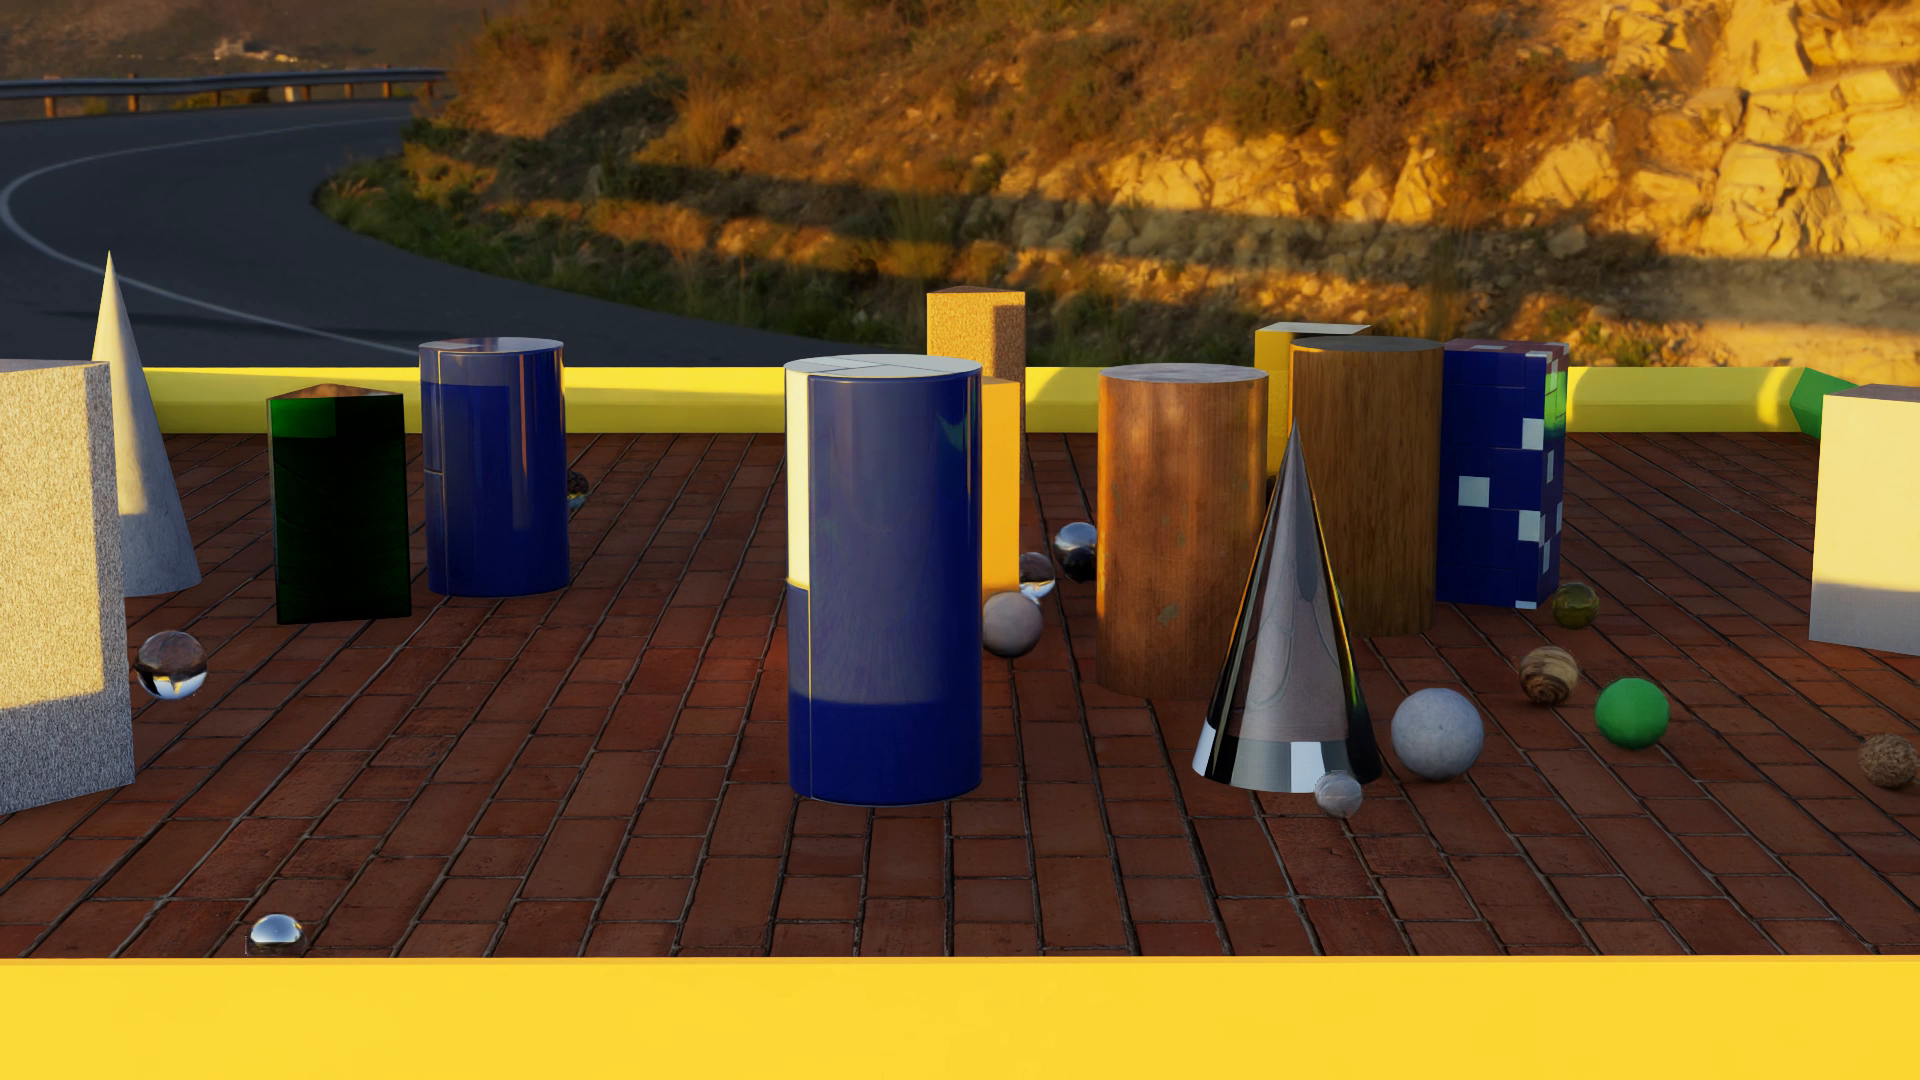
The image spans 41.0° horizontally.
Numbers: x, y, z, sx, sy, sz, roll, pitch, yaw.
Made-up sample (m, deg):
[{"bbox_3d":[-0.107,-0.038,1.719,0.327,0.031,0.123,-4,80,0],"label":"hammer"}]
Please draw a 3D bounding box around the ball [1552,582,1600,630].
[{"bbox_3d":[0.805,0.086,3.356,0.062,0.062,0.062,0,10,0],"label":"ball"}]

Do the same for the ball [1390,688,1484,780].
[{"bbox_3d":[0.492,0.200,2.648,0.095,0.095,0.095,0,10,0],"label":"ball"}]

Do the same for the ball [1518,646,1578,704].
[{"bbox_3d":[0.679,0.156,2.961,0.068,0.068,0.068,0,10,0],"label":"ball"}]

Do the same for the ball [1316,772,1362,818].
[{"bbox_3d":[0.371,0.250,2.513,0.046,0.046,0.046,0,10,0],"label":"ball"}]

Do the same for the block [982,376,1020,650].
[{"bbox_3d":[-0.035,-0.037,3.265,0.160,0.336,0.160,-6,12,-30],"label":"block"}]

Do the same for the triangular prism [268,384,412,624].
[{"bbox_3d":[-0.841,-0.053,3.456,0.173,0.300,0.150,-3,11,-18],"label":"triangular prism"}]

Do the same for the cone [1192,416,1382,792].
[{"bbox_3d":[0.344,0.055,2.668,0.200,0.373,0.200,0,10,0],"label":"cone"}]

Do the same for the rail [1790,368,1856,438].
[{"bbox_3d":[1.685,0.032,3.458,0.045,0.130,3.459,0,10,0],"label":"rail"}]

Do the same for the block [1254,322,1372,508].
[{"bbox_3d":[0.591,-0.209,4.308,0.160,0.295,0.160,4,11,21],"label":"block"}]

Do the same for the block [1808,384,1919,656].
[{"bbox_3d":[1.203,-0.029,3.277,0.160,0.317,0.160,9,14,39],"label":"block"}]

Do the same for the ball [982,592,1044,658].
[{"bbox_3d":[0.062,0.106,3.189,0.083,0.083,0.083,0,10,0],"label":"ball"}]

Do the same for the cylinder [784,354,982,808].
[{"bbox_3d":[-0.077,0.036,2.611,0.200,0.430,0.200,0,10,0],"label":"cylinder"}]

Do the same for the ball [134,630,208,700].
[{"bbox_3d":[-0.916,0.146,2.980,0.082,0.082,0.082,0,10,0],"label":"ball"}]

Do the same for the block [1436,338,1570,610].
[{"bbox_3d":[0.741,-0.096,3.554,0.160,0.347,0.160,5,11,23],"label":"block"}]

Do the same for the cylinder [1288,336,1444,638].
[{"bbox_3d":[0.530,-0.074,3.375,0.200,0.370,0.200,0,10,0],"label":"cylinder"}]

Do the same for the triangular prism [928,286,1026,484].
[{"bbox_3d":[0.017,-0.277,4.560,0.173,0.338,0.150,-2,11,-10],"label":"triangular prism"}]

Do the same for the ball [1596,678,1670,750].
[{"bbox_3d":[0.725,0.187,2.765,0.078,0.078,0.078,0,10,0],"label":"ball"}]

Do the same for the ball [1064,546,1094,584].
[{"bbox_3d":[0.173,0.036,3.652,0.052,0.052,0.052,0,10,0],"label":"ball"}]

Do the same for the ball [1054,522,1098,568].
[{"bbox_3d":[0.173,0.012,3.720,0.076,0.076,0.076,0,10,0],"label":"ball"}]

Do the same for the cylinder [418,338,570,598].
[{"bbox_3d":[-0.655,-0.105,3.619,0.200,0.342,0.200,0,10,0],"label":"cylinder"}]

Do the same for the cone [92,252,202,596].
[{"bbox_3d":[-1.184,-0.171,3.614,0.200,0.474,0.200,0,10,0],"label":"cone"}]

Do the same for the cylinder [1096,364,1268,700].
[{"bbox_3d":[0.262,-0.014,3.044,0.200,0.371,0.200,0,10,0],"label":"cylinder"}]

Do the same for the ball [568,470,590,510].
[{"bbox_3d":[-0.649,-0.084,4.263,0.066,0.066,0.066,0,10,0],"label":"ball"}]

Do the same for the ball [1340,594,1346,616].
[{"bbox_3d":[0.450,0.090,3.273,0.084,0.084,0.084,0,10,0],"label":"ball"}]

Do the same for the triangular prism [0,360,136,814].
[{"bbox_3d":[-0.962,0.039,2.587,0.150,0.435,0.173,9,14,39],"label":"triangular prism"}]

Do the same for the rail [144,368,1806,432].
[{"bbox_3d":[-0.010,-0.277,5.126,3.418,0.130,0.045,0,10,0],"label":"rail"}]

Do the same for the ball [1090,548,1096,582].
[{"bbox_3d":[0.230,0.034,3.535,0.100,0.100,0.100,0,10,0],"label":"ball"}]

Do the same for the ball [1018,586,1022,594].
[{"bbox_3d":[0.047,0.074,3.401,0.069,0.069,0.069,0,10,0],"label":"ball"}]

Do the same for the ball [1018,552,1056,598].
[{"bbox_3d":[0.100,0.049,3.545,0.065,0.065,0.065,0,10,0],"label":"ball"}]

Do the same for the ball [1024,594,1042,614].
[{"bbox_3d":[0.086,0.093,3.362,0.045,0.045,0.045,0,10,0],"label":"ball"}]

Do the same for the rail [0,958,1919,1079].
[{"bbox_3d":[0.010,0.344,1.771,3.418,0.130,0.045,0,10,0],"label":"rail"}]

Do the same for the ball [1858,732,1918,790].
[{"bbox_3d":[0.946,0.225,2.614,0.057,0.057,0.057,0,10,0],"label":"ball"}]

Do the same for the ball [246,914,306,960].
[{"bbox_3d":[-0.557,0.328,2.089,0.047,0.047,0.047,0,10,0],"label":"ball"}]
